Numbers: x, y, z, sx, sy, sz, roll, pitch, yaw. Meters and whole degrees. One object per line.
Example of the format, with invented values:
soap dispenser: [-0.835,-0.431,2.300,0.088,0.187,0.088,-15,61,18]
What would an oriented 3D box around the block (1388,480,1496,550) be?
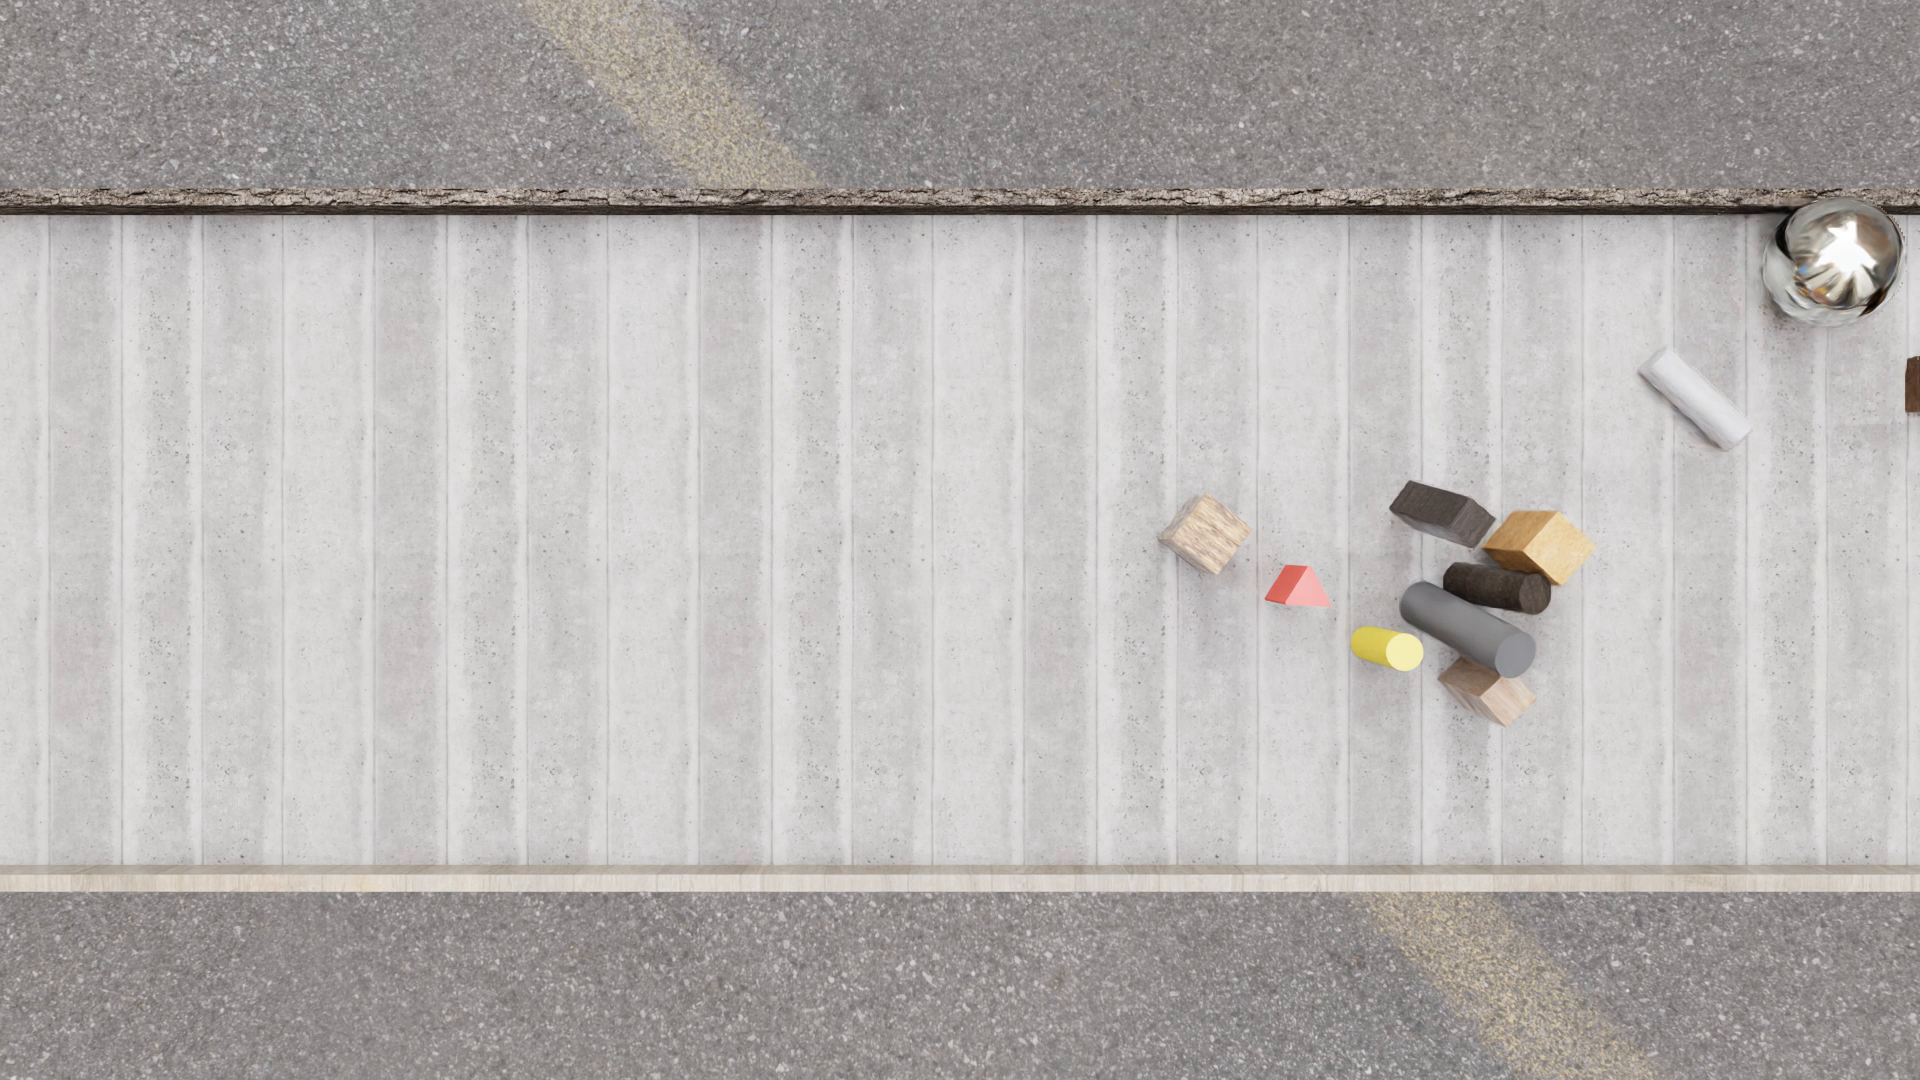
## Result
block: [1.422,-0.078,4.882,0.108,0.373,0.108,36,91,-15]

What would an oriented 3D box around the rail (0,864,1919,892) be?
rail: [-2.247,1.025,5.001,12.000,0.150,0.050,0,90,0]

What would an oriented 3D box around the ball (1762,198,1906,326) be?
ball: [2.579,-0.819,4.875,0.375,0.375,0.375,0,90,0]

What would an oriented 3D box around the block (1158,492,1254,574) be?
block: [0.724,-0.018,4.906,0.168,0.341,0.168,38,90,0]

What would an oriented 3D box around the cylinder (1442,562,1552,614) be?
cylinder: [1.592,0.141,4.901,0.120,0.331,0.120,-2,96,-23]

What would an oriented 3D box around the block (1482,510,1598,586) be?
block: [1.713,0.022,4.896,0.153,0.357,0.153,42,90,-2]

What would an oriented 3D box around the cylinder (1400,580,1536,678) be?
cylinder: [1.485,0.258,4.847,0.141,0.446,0.141,-7,110,-20]

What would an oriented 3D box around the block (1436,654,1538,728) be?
block: [1.561,0.441,4.900,0.122,0.342,0.122,-43,96,0]

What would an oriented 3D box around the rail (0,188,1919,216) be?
rail: [-2.247,-1.025,5.002,12.000,0.150,0.050,0,90,0]

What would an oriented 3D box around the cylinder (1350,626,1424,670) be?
cylinder: [1.255,0.317,4.866,0.105,0.421,0.105,0,90,0]

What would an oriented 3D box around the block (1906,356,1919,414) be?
block: [2.996,-0.474,4.885,0.168,0.382,0.168,0,90,0]

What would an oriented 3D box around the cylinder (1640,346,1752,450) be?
cylinder: [2.238,-0.433,5.020,0.346,0.109,0.109,43,90,0]

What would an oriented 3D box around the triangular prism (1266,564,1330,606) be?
triangular prism: [1.005,0.130,4.913,0.129,0.327,0.112,3,90,0]
